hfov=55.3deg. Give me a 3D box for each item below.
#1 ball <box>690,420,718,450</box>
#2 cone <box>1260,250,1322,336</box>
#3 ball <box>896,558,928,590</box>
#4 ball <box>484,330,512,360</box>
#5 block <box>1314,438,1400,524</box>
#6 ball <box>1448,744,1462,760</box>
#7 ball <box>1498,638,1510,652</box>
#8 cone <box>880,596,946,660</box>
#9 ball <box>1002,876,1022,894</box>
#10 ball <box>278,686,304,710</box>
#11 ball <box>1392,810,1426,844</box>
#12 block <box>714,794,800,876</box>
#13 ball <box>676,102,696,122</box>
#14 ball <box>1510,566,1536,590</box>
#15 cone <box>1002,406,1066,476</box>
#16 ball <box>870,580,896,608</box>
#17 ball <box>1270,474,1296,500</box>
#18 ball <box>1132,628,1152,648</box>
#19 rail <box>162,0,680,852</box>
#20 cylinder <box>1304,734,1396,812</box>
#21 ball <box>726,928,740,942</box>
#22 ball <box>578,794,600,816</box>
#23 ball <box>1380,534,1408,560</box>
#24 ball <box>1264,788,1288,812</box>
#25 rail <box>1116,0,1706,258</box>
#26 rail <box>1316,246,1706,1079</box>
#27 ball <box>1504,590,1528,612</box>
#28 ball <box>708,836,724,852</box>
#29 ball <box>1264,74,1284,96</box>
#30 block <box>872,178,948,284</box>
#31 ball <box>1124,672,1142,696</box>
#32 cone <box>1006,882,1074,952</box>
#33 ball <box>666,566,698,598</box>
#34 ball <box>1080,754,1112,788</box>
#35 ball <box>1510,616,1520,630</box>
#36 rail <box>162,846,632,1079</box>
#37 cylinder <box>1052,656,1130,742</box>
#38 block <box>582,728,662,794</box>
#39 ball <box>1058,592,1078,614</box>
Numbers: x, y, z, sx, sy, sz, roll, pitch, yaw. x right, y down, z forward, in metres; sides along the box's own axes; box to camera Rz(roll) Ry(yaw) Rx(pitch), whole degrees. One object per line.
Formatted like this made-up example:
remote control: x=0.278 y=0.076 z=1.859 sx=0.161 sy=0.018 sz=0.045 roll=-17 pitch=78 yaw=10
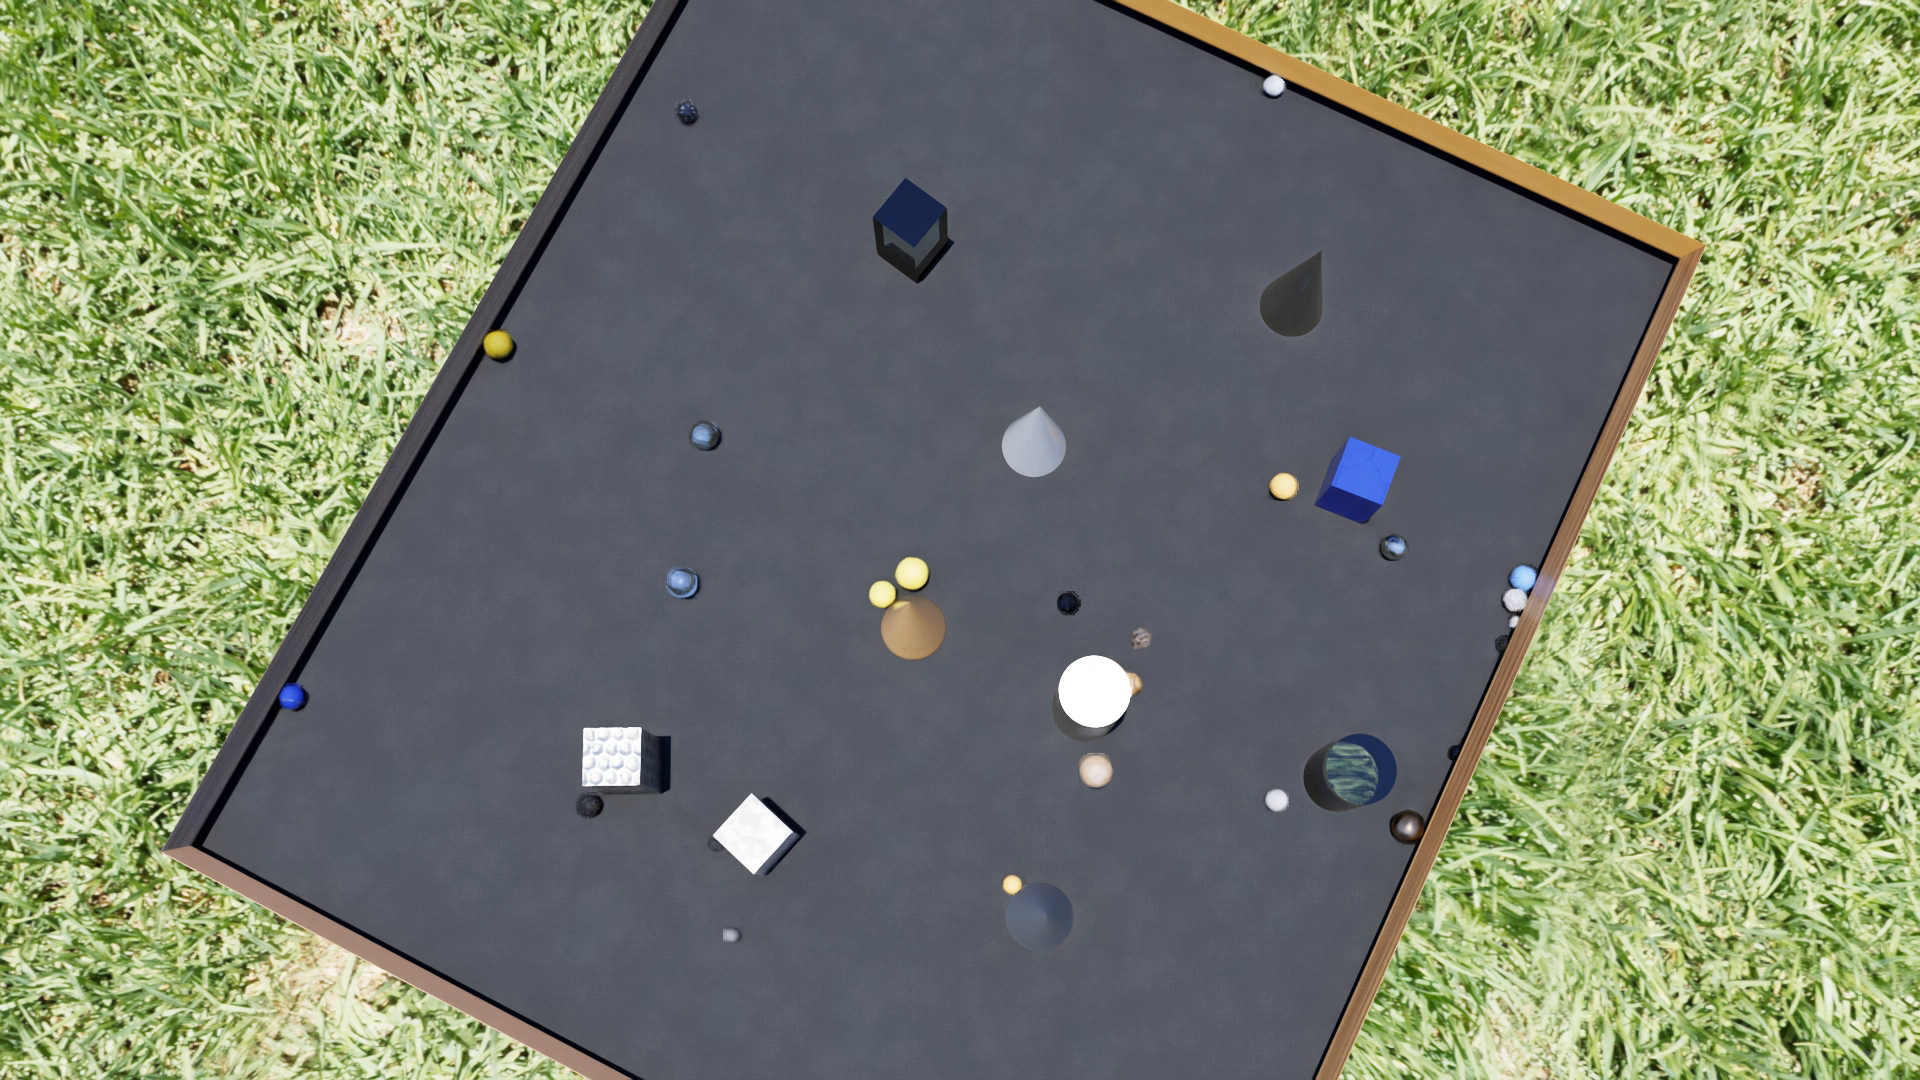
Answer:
ball: x=-0.787 y=-0.324 z=5.638 sx=0.089 sy=0.089 sz=0.089 roll=0 pitch=78 yaw=0
cone: x=1.043 y=-0.785 z=5.526 sx=0.199 sy=0.496 sz=0.199 roll=0 pitch=78 yaw=0
ball: x=-0.145 y=0.102 z=5.545 sx=0.100 sy=0.100 sz=0.100 roll=0 pitch=78 yaw=0
ball: x=-1.436 y=-0.606 z=5.697 sx=0.089 sy=0.089 sz=0.089 roll=0 pitch=78 yaw=0
block: x=1.194 y=-0.176 z=5.516 sx=0.159 sy=0.268 sz=0.159 roll=22 pitch=79 yaw=4
ball: x=1.481 y=0.632 z=5.462 sx=0.046 sy=0.046 sz=0.046 roll=0 pitch=78 yaw=0
ball: x=1.644 y=0.317 z=5.528 sx=0.045 sy=0.045 sz=0.045 roll=0 pitch=78 yaw=0
cone: x=-0.141 y=0.218 z=5.333 sx=0.199 sy=0.468 sz=0.199 roll=0 pitch=78 yaw=0
ball: x=0.153 y=1.012 z=5.376 sx=0.055 sy=0.055 sz=0.055 roll=0 pitch=78 yaw=0
ball: x=-2.000 y=0.471 z=5.481 sx=0.074 sy=0.074 sz=0.074 roll=0 pitch=78 yaw=0
ball: x=1.320 y=0.843 z=5.392 sx=0.097 sy=0.097 sz=0.097 roll=0 pitch=78 yaw=0
block: x=-0.585 y=0.855 z=5.301 sx=0.159 sy=0.271 sz=0.159 roll=42 pitch=81 yaw=8
ball: x=-0.875 y=-1.371 z=5.867 sx=0.065 sy=0.065 sz=0.065 roll=0 pitch=78 yaw=0
ball: x=1.706 y=0.116 z=5.554 sx=0.076 sy=0.076 sz=0.076 roll=0 pitch=78 yaw=0
cone: x=0.229 y=-0.337 z=5.457 sx=0.199 sy=0.449 sz=0.199 roll=0 pitch=78 yaw=0
ball: x=-0.233 y=0.164 z=5.541 sx=0.082 sy=0.082 sz=0.082 roll=0 pitch=78 yaw=0
ball: x=0.989 y=-0.164 z=5.609 sx=0.081 sy=0.081 sz=0.081 roll=0 pitch=78 yaw=0
ball: x=0.547 y=0.295 z=5.525 sx=0.060 sy=0.060 sz=0.060 roll=0 pitch=78 yaw=0
rail: x=-1.458 y=-0.707 z=5.696 sx=0.045 sy=0.129 sz=3.728 roll=26 pitch=80 yaw=5
cylinder: x=1.124 y=0.677 z=5.300 sx=0.199 sy=0.346 sz=0.199 roll=0 pitch=78 yaw=0
ball: x=-0.665 y=1.156 z=5.356 sx=0.042 sy=0.042 sz=0.042 roll=0 pitch=78 yaw=0
ball: x=-1.096 y=0.785 z=5.420 sx=0.066 sy=0.066 sz=0.066 roll=0 pitch=78 yaw=0
ball: x=1.320 y=0.020 z=5.572 sx=0.080 sy=0.080 sz=0.080 roll=0 pitch=78 yaw=0
ball: x=0.936 y=0.770 z=5.424 sx=0.066 sy=0.066 sz=0.066 roll=0 pitch=78 yaw=0
rail: x=0.823 y=-1.605 z=5.882 sx=3.307 sy=0.129 sz=0.045 roll=26 pitch=80 yaw=5
rail: x=1.458 y=0.721 z=5.400 sx=0.045 sy=0.129 sz=3.728 roll=26 pitch=80 yaw=5
ball: x=1.680 y=0.184 z=5.543 sx=0.070 sy=0.070 sz=0.070 roll=0 pitch=78 yaw=0
ball: x=-0.720 y=0.896 z=5.407 sx=0.048 sy=0.048 sz=0.048 roll=0 pitch=78 yaw=0
ball: x=1.008 y=-1.459 z=5.884 sx=0.068 sy=0.068 sz=0.068 roll=0 pitch=78 yaw=0
block: x=-0.150 y=-0.950 z=5.652 sx=0.159 sy=0.316 sz=0.159 roll=37 pitch=81 yaw=7
ball: x=0.508 y=0.431 z=5.491 sx=0.070 sy=0.070 sz=0.070 roll=0 pitch=78 yaw=0
cone: x=0.234 y=1.059 z=5.154 sx=0.199 sy=0.477 sz=0.199 roll=0 pitch=78 yaw=0
ball: x=-0.840 y=0.129 z=5.541 sx=0.095 sy=0.095 sz=0.095 roll=0 pitch=78 yaw=0
ball: x=0.403 y=0.685 z=5.424 sx=0.099 sy=0.099 sz=0.099 roll=0 pitch=78 yaw=0
ball: x=1.682 y=0.250 z=5.544 sx=0.041 sy=0.041 sz=0.041 roll=0 pitch=78 yaw=0
rail: x=-0.823 y=1.619 z=5.214 sx=3.307 sy=0.129 sz=0.045 roll=26 pitch=80 yaw=5
cylinder: x=0.375 y=0.464 z=5.305 sx=0.199 sy=0.422 sz=0.199 roll=0 pitch=78 yaw=0
block: x=-0.971 y=0.642 z=5.292 sx=0.159 sy=0.376 sz=0.159 roll=-1 pitch=78 yaw=0
ball: x=0.326 y=0.191 z=5.544 sx=0.065 sy=0.065 sz=0.065 roll=0 pitch=78 yaw=0
